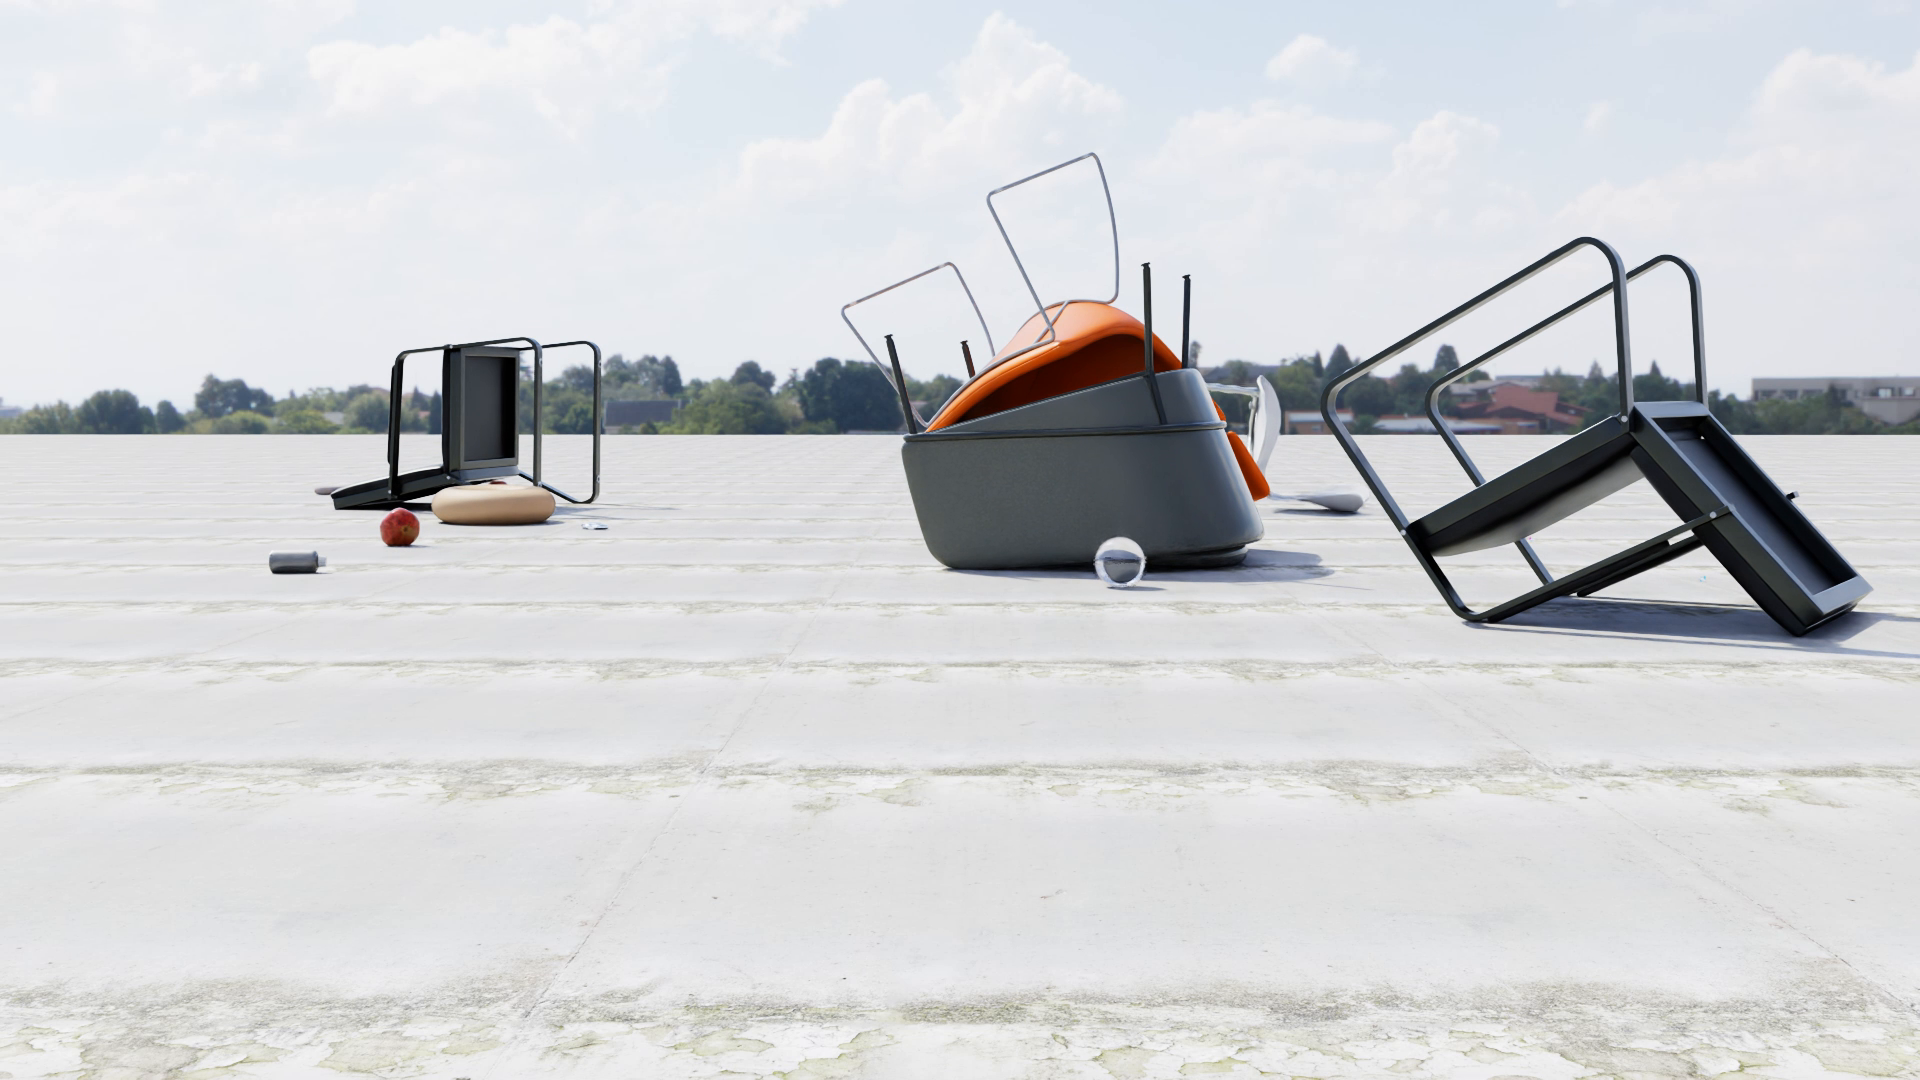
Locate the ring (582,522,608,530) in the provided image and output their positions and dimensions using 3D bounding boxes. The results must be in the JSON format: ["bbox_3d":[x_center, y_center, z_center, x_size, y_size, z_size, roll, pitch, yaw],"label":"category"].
[{"bbox_3d":[-1.172,-0.044,7.059,0.075,0.018,0.148,-3,5,-30],"label":"ring"}]

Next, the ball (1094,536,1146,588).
[{"bbox_3d":[0.362,0.050,4.984,0.115,0.115,0.115,0,4,0],"label":"ball"}]

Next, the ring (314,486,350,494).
[{"bbox_3d":[-2.677,-0.212,9.379,0.150,0.036,0.116,-2,4,-18],"label":"ring"}]

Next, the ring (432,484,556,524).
[{"bbox_3d":[-1.575,-0.119,7.430,0.403,0.119,0.465,-3,6,-33],"label":"ring"}]
